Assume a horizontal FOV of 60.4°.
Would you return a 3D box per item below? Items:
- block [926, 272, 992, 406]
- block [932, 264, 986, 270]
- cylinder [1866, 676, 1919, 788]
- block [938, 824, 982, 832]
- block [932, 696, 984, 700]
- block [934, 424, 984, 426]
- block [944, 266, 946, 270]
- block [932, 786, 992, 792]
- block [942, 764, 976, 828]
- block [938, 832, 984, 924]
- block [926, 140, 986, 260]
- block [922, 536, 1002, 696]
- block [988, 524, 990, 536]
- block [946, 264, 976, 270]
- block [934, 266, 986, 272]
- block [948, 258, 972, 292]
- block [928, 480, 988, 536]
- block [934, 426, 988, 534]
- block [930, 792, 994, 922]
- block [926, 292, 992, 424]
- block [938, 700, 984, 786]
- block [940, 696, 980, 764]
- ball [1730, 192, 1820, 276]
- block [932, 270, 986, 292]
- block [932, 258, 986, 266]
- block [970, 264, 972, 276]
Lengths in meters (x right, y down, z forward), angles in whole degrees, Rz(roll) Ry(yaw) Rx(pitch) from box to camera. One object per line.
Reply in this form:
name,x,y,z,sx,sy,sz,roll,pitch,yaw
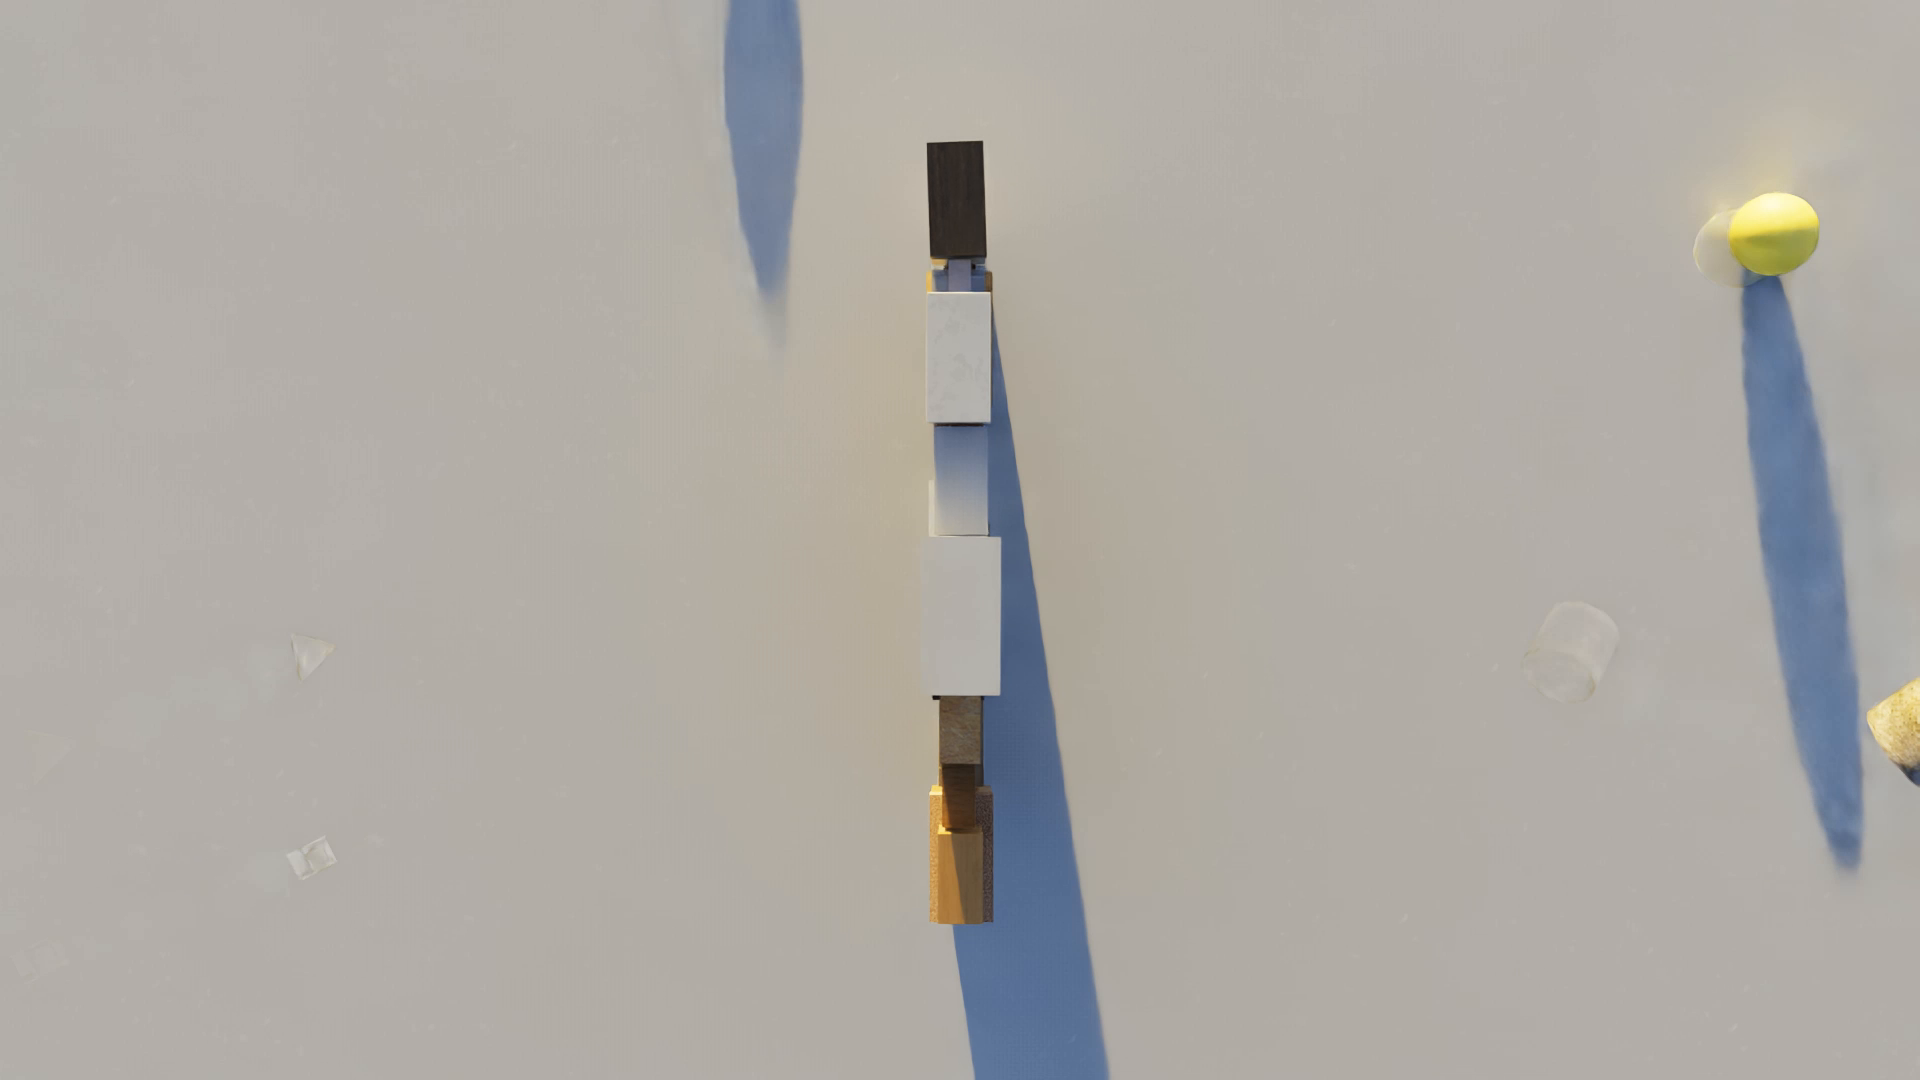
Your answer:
block,-0.002,-0.534,4.392,0.176,0.050,0.352,0,90,0
block,-0.005,-0.852,5.140,0.168,0.048,0.337,0,90,0
cylinder,2.531,0.465,4.166,0.299,0.299,0.299,41,123,0
block,0.001,0.761,4.203,0.111,0.222,0.031,0,90,0
block,-0.004,0.280,4.285,0.135,0.038,0.269,0,90,0
block,-0.003,-0.276,4.103,0.123,0.035,0.247,0,90,0
block,-0.004,-0.801,4.591,0.083,0.023,0.166,0,90,0
block,0.004,0.722,4.528,0.167,0.334,0.047,0,90,0
block,-0.004,0.637,4.137,0.083,0.023,0.166,0,90,0
block,0.001,0.835,4.076,0.111,0.031,0.222,0,90,0
block,-0.008,-0.805,3.908,0.135,0.038,0.269,-2,90,0
block,0.003,0.169,3.700,0.177,0.050,0.354,0,90,0
block,0.001,0.129,5.115,0.180,0.051,0.359,0,90,0
block,0.001,-0.743,4.207,0.074,0.021,0.149,0,91,0
block,0.001,-0.643,4.790,0.152,0.043,0.304,0,90,0
block,-0.001,-0.618,3.951,0.054,0.015,0.108,0,90,0
block,-0.004,-0.003,4.099,0.144,0.041,0.288,0,90,0
block,0.003,-0.137,3.813,0.124,0.035,0.248,0,90,0
block,0.004,0.833,4.338,0.167,0.047,0.334,0,90,0
block,-0.003,-0.413,3.752,0.147,0.042,0.293,0,90,0
block,0.003,0.541,4.437,0.121,0.034,0.241,0,90,0
block,0.001,0.449,4.055,0.099,0.028,0.197,1,90,0
ball,2.650,-0.996,5.368,0.265,0.265,0.265,0,90,0
block,-0.004,-0.535,4.085,0.131,0.037,0.263,0,90,0
block,-0.004,-0.718,4.062,0.135,0.269,0.038,-1,90,0
block,0.000,-0.654,4.013,0.054,0.108,0.015,0,90,0
